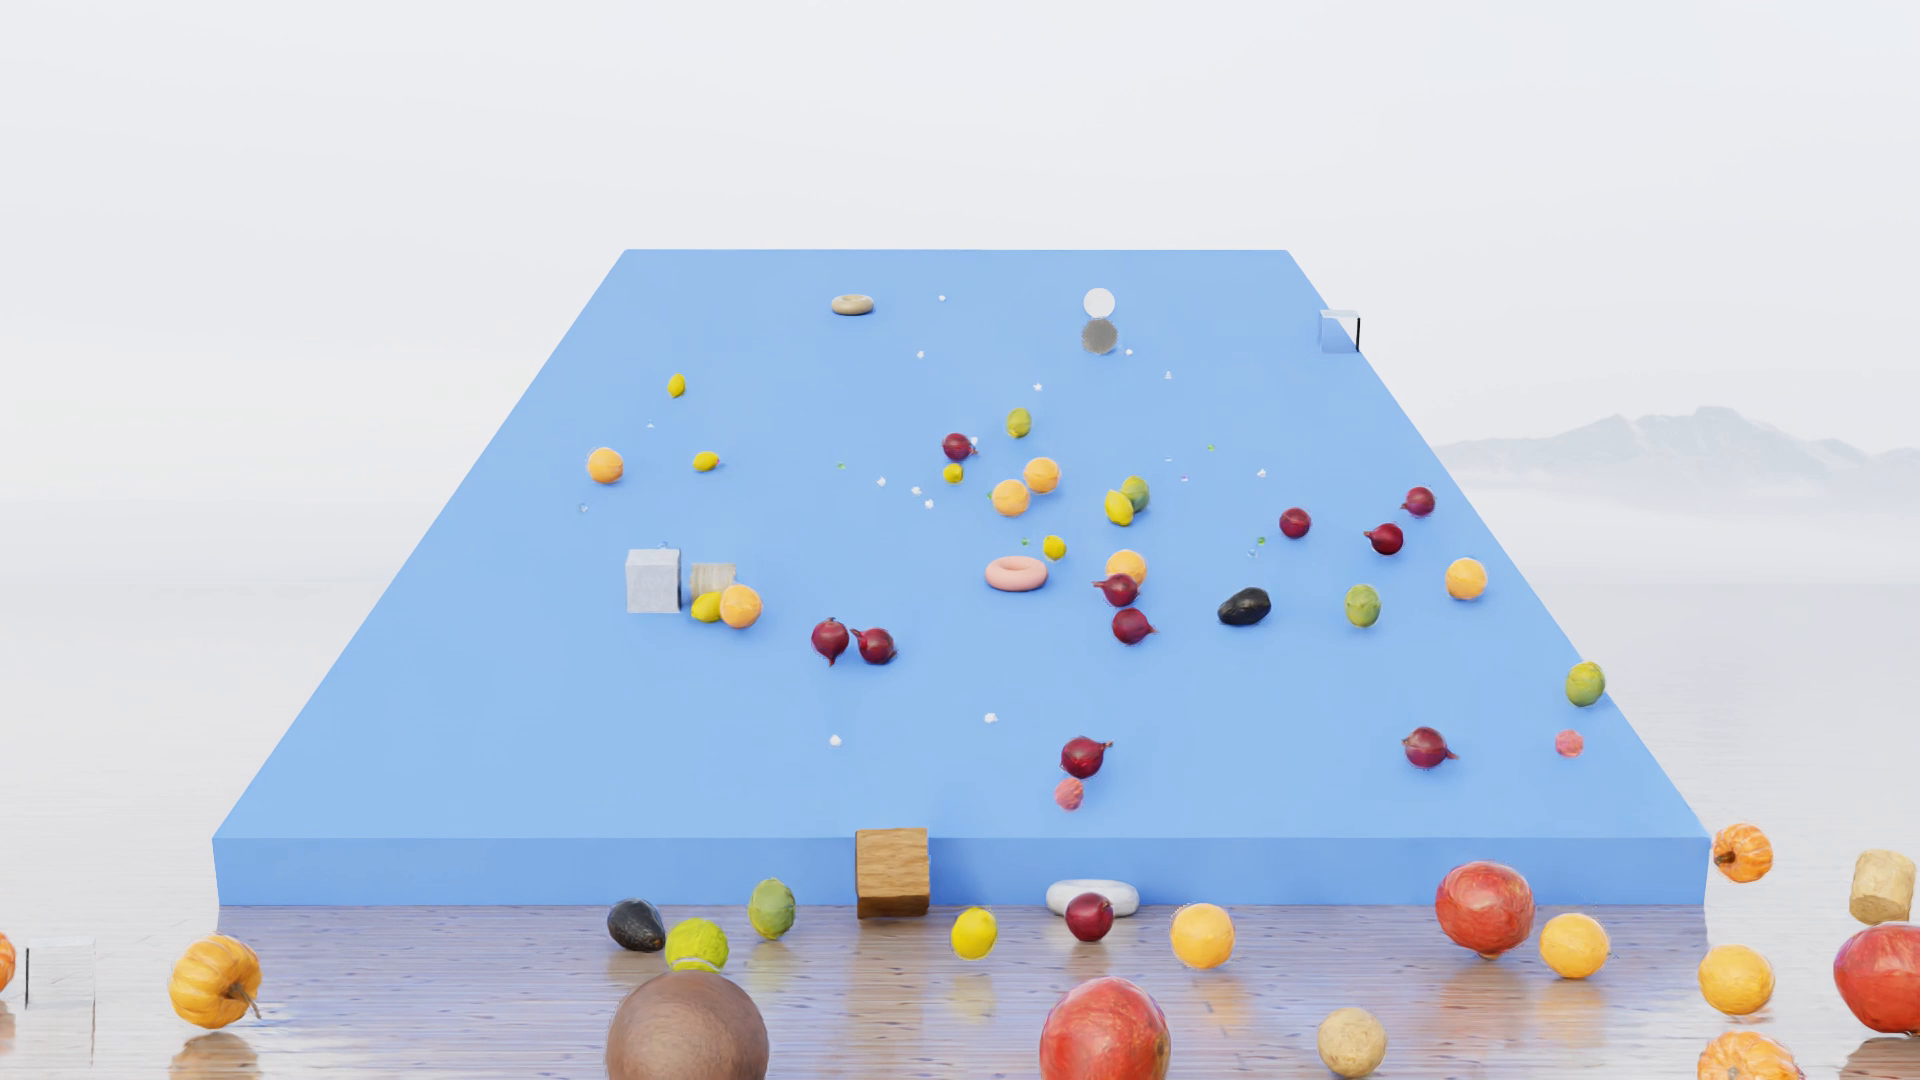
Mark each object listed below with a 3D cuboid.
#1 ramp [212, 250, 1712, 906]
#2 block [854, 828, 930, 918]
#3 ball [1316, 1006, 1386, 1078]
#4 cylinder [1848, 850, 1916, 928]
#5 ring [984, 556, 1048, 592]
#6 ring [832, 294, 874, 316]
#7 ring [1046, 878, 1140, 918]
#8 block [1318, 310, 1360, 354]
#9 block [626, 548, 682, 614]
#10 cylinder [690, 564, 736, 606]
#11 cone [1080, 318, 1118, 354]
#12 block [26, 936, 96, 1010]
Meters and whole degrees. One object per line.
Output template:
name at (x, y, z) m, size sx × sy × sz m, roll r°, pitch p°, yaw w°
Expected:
ramp at (-0.004, -0.193, 4.905) m, size 2.000 × 0.100 × 4.000 m, roll 0°, pitch 19°, yaw 0°
block at (-0.088, 0.429, 2.889) m, size 0.090 × 0.090 × 0.090 m, roll -1°, pitch -26°, yaw -5°
ball at (0.346, 0.444, 1.987) m, size 0.061 × 0.061 × 0.061 m, roll 0°, pitch -1°, yaw 0°
cylinder at (1.159, 0.438, 2.821) m, size 0.071 × 0.071 × 0.071 m, roll 18°, pitch -35°, yaw 13°
ring at (0.099, 0.059, 3.941) m, size 0.112 × 0.037 × 0.112 m, roll -1°, pitch 20°, yaw 0°
ring at (-0.286, -0.625, 5.973) m, size 0.116 × 0.039 × 0.116 m, roll -1°, pitch 19°, yaw 0°
ring at (0.174, 0.471, 2.946) m, size 0.123 × 0.041 × 0.123 m, roll 1°, pitch -2°, yaw 0°
block at (0.940, -0.517, 5.573) m, size 0.091 × 0.091 × 0.091 m, roll 1°, pitch 19°, yaw 1°
block at (-0.522, 0.069, 3.832) m, size 0.085 × 0.085 × 0.085 m, roll -1°, pitch 19°, yaw -2°
cylinder at (-0.419, 0.077, 3.827) m, size 0.074 × 0.074 × 0.074 m, roll -1°, pitch -1°, yaw -2°
cone at (0.354, -0.495, 5.584) m, size 0.091 × 0.091 × 0.091 m, roll 0°, pitch -9°, yaw 14°
block at (-0.933, 0.449, 2.331) m, size 0.064 × 0.064 × 0.064 m, roll 0°, pitch -1°, yaw -18°
